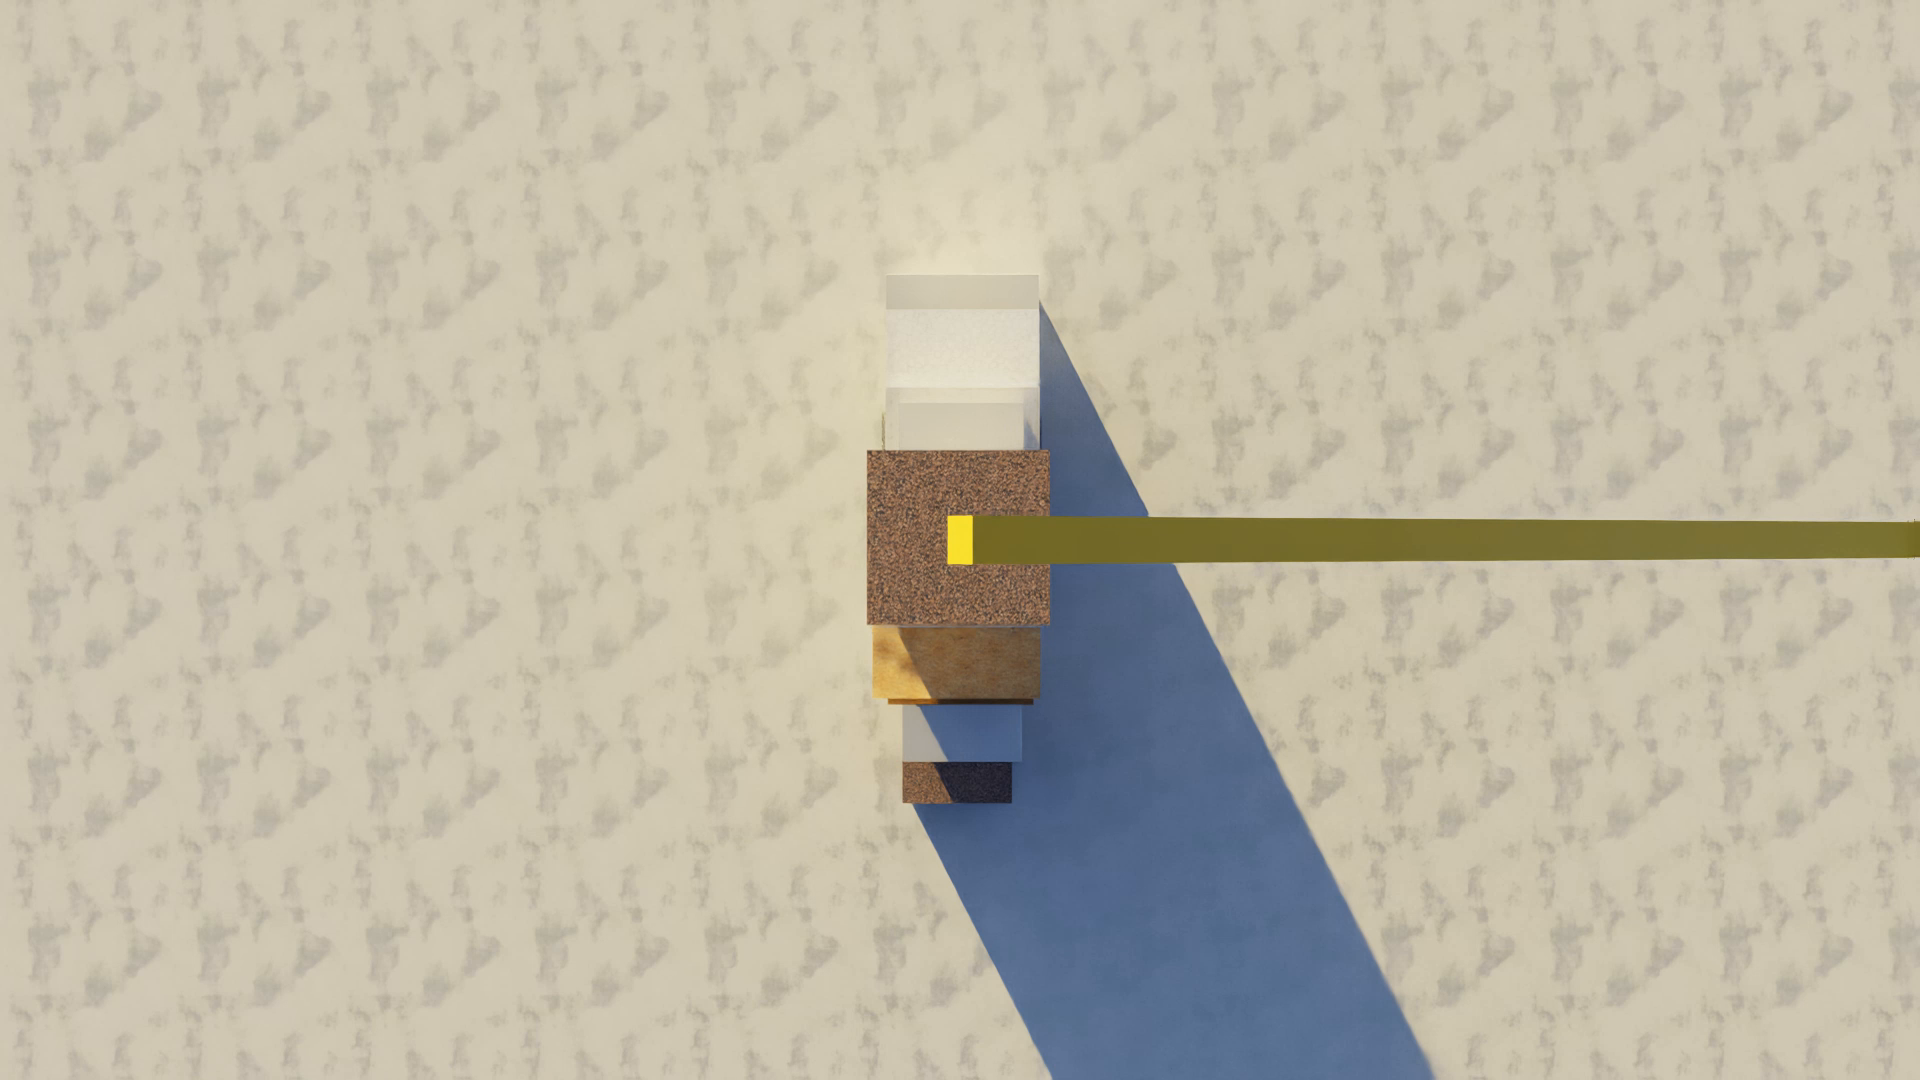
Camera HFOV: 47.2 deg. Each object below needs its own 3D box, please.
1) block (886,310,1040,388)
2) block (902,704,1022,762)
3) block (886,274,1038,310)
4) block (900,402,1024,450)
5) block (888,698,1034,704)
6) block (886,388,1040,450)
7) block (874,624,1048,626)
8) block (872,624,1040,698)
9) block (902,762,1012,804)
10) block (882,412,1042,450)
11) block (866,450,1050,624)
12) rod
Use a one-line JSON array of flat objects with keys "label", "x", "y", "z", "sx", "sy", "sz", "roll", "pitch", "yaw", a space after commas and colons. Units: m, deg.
[{"label": "block", "x": 0.014, "y": -0.794, "z": 11.642, "sx": 0.784, "sy": 0.837, "sz": 0.763, "roll": 0, "pitch": 90, "yaw": 0}, {"label": "block", "x": 0.012, "y": 0.831, "z": 11.935, "sx": 0.633, "sy": 0.564, "sz": 0.688, "roll": 0, "pitch": 90, "yaw": 0}, {"label": "block", "x": 0.014, "y": -1.097, "z": 12.641, "sx": 0.853, "sy": 0.718, "sz": 0.772, "roll": 0, "pitch": 90, "yaw": 0}, {"label": "block", "x": 0.007, "y": -0.363, "z": 10.306, "sx": 0.567, "sy": 0.541, "sz": 0.561, "roll": 0, "pitch": 93, "yaw": 0}, {"label": "block", "x": 0.003, "y": 0.415, "z": 10.977, "sx": 0.706, "sy": 0.636, "sz": 0.754, "roll": 0, "pitch": 91, "yaw": 0}, {"label": "block", "x": 0.012, "y": -0.363, "z": 10.901, "sx": 0.742, "sy": 0.648, "sz": 0.780, "roll": 0, "pitch": 93, "yaw": 0}, {"label": "block", "x": 0.005, "y": 0.010, "z": 8.461, "sx": 0.640, "sy": 0.676, "sz": 0.630, "roll": 0, "pitch": 89, "yaw": 0}, {"label": "block", "x": -0.015, "y": 0.324, "z": 10.264, "sx": 0.759, "sy": 0.662, "sz": 0.783, "roll": 0, "pitch": 90, "yaw": 0}, {"label": "block", "x": -0.016, "y": 1.179, "z": 12.694, "sx": 0.617, "sy": 0.612, "sz": 0.607, "roll": 0, "pitch": 90, "yaw": 0}, {"label": "block", "x": 0.009, "y": -0.306, "z": 12.530, "sx": 0.876, "sy": 0.940, "sz": 0.790, "roll": 0, "pitch": 90, "yaw": 0}, {"label": "block", "x": -0.006, "y": -0.003, "z": 7.786, "sx": 0.620, "sy": 0.674, "sz": 0.592, "roll": 0, "pitch": 89, "yaw": 0}, {"label": "rod", "x": 2.234, "y": 0.000, "z": 4.989, "sx": 5.200, "sy": 0.080, "sz": 0.080, "roll": 0, "pitch": 90, "yaw": -31}]
